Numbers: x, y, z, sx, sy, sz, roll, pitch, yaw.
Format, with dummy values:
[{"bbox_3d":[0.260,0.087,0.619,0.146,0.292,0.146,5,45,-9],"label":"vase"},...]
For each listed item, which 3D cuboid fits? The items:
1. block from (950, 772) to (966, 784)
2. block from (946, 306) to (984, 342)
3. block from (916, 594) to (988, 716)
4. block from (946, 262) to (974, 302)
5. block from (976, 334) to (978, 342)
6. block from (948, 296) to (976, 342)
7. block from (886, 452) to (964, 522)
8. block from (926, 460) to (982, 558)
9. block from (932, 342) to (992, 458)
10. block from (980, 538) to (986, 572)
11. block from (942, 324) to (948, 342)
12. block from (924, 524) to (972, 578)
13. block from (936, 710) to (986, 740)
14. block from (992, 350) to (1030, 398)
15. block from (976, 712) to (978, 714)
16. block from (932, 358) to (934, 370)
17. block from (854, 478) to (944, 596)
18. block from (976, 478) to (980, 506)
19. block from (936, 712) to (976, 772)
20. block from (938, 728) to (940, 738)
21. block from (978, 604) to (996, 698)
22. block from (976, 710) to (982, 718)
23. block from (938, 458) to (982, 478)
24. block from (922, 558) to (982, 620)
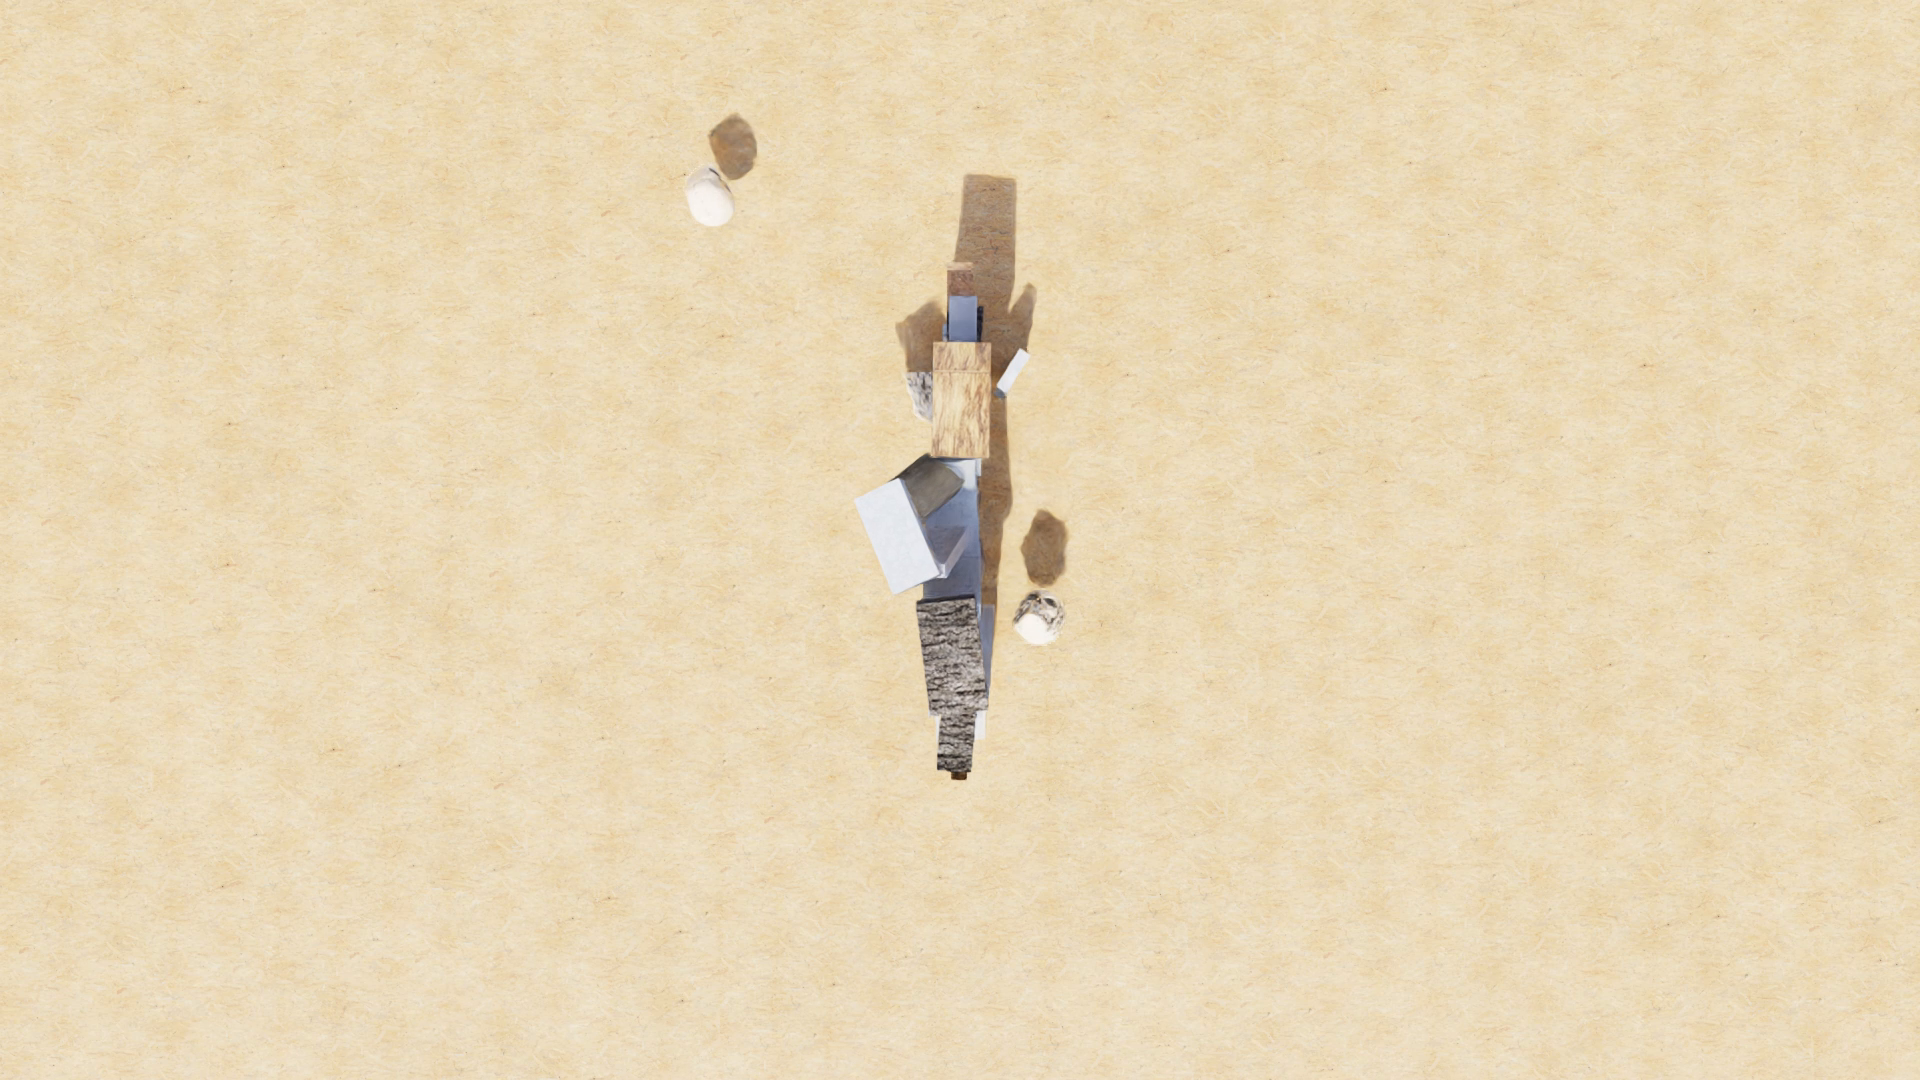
[{"bbox_3d":[-0.004,0.735,5.266,0.049,0.467,0.014,-2,91,0],"label":"block"},{"bbox_3d":[0.012,-0.635,5.258,0.112,0.032,0.224,3,90,0],"label":"block"},{"bbox_3d":[-0.022,0.335,4.805,0.171,0.049,0.343,-6,104,3],"label":"block"},{"bbox_3d":[0.001,-0.782,5.292,0.086,0.427,0.024,-1,73,0],"label":"block"},{"bbox_3d":[0.010,-0.631,5.156,0.086,0.171,0.024,2,98,0],"label":"block"},{"bbox_3d":[0.009,-0.678,5.084,0.086,0.024,0.171,0,60,-1],"label":"block"},{"bbox_3d":[-0.118,-0.152,4.980,0.153,0.305,0.043,39,126,6],"label":"block"},{"bbox_3d":[-0.025,-0.078,5.143,0.164,0.046,0.328,-4,90,3],"label":"block"},{"bbox_3d":[0.004,-0.408,4.819,0.167,0.047,0.334,1,92,0],"label":"block"},{"bbox_3d":[-0.004,0.052,5.331,0.164,0.328,0.046,-1,79,2],"label":"block"},{"bbox_3d":[-0.001,-0.670,5.387,0.112,0.224,0.032,0,87,0],"label":"block"},{"bbox_3d":[-0.079,0.035,4.961,0.153,0.305,0.043,-3,112,16],"label":"block"},{"bbox_3d":[0.003,0.554,5.352,0.162,0.324,0.046,0,57,0],"label":"block"},{"bbox_3d":[0.165,-0.538,5.358,0.040,0.283,0.141,32,90,-2],"label":"block"},{"bbox_3d":[0.002,0.426,5.084,0.108,0.031,0.217,2,85,0],"label":"block"},{"bbox_3d":[0.005,-0.539,5.040,0.167,0.401,0.047,3,95,0],"label":"block"},{"bbox_3d":[-0.180,-0.009,4.814,0.153,0.043,0.305,-25,83,15],"label":"block"},{"bbox_3d":[-0.020,-0.150,5.332,0.164,0.328,0.046,-2,83,2],"label":"block"},{"bbox_3d":[-0.010,0.608,5.070,0.108,0.031,0.217,4,109,0],"label":"block"},{"bbox_3d":[-0.011,0.579,5.120,0.108,0.031,0.217,3,95,0],"label":"block"},{"bbox_3d":[0.012,0.327,4.999,0.171,0.347,0.049,5,132,0],"label":"block"},{"bbox_3d":[0.003,0.384,5.162,0.162,0.046,0.324,5,88,0],"label":"block"},{"bbox_3d":[0.001,-0.338,5.211,0.141,0.040,0.283,2,80,0],"label":"block"},{"bbox_3d":[-0.022,0.147,4.960,0.171,0.343,0.049,-3,113,3],"label":"block"}]
